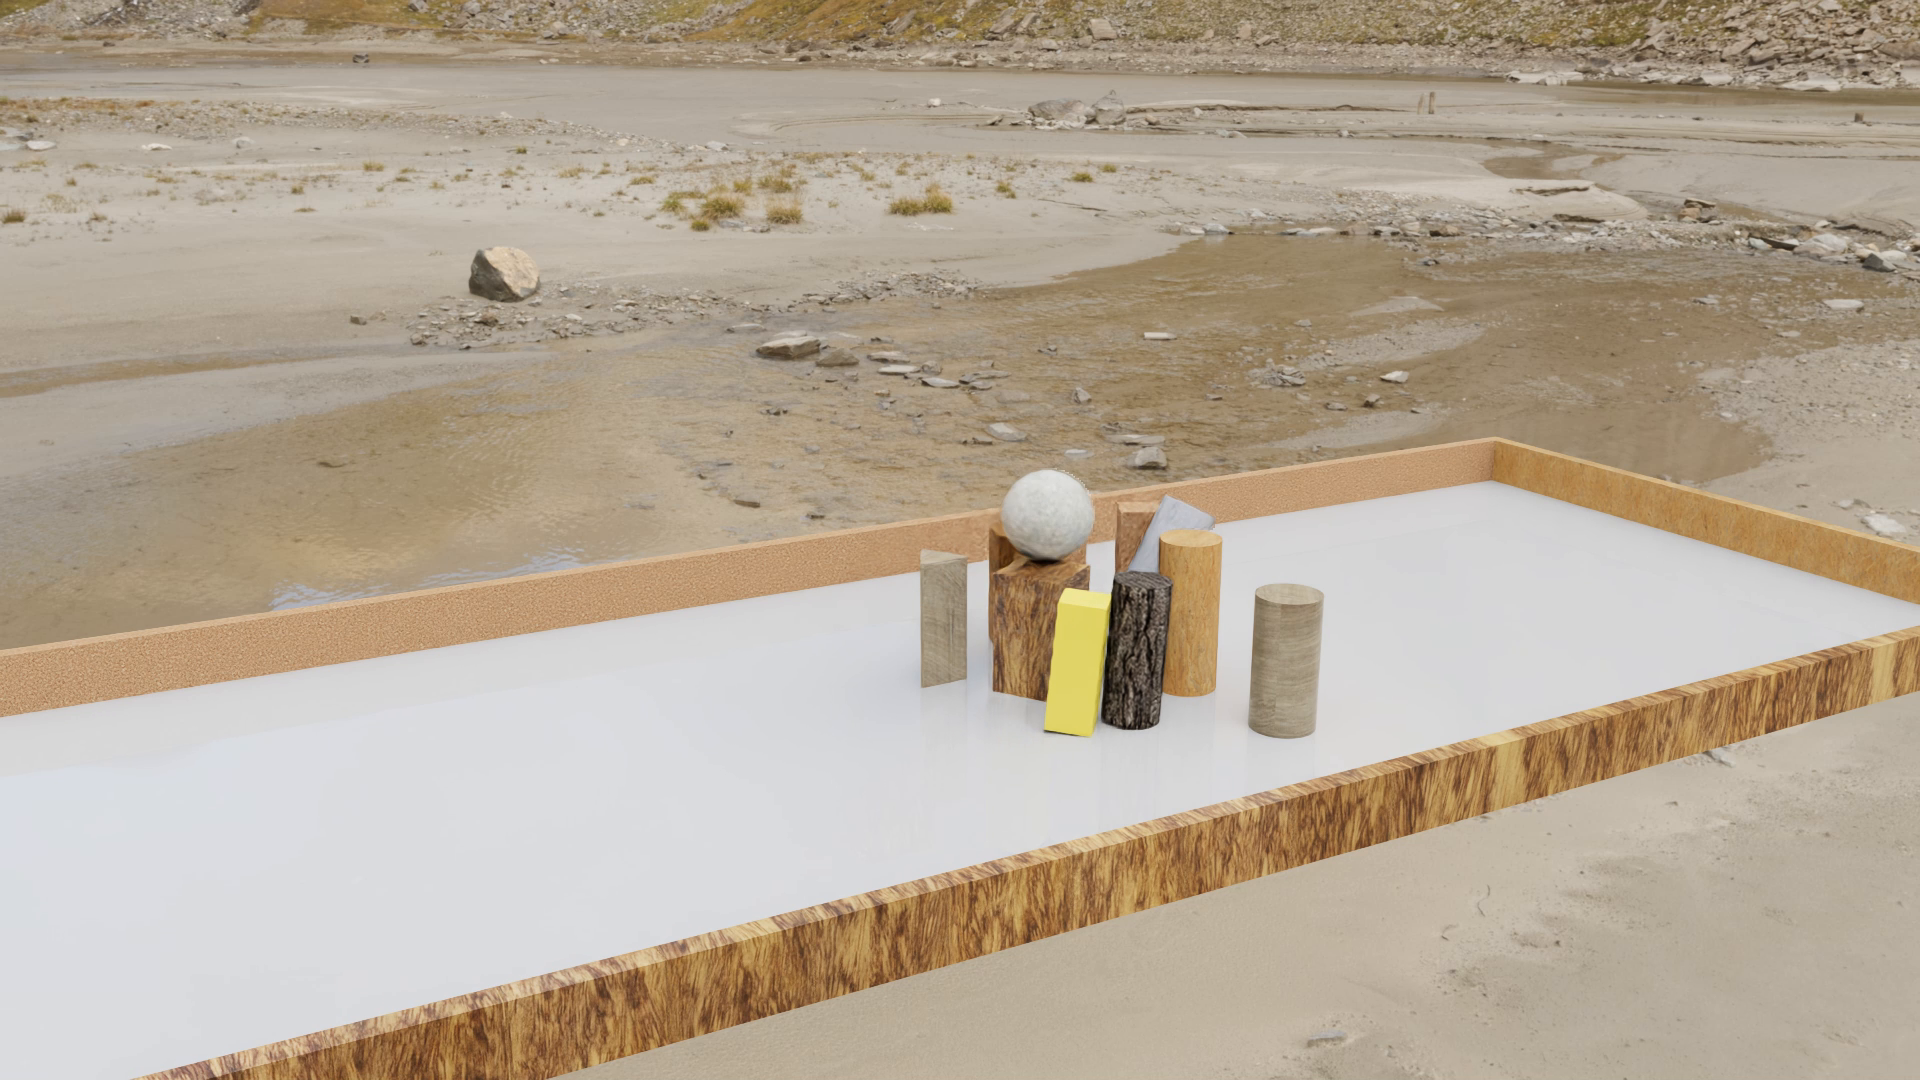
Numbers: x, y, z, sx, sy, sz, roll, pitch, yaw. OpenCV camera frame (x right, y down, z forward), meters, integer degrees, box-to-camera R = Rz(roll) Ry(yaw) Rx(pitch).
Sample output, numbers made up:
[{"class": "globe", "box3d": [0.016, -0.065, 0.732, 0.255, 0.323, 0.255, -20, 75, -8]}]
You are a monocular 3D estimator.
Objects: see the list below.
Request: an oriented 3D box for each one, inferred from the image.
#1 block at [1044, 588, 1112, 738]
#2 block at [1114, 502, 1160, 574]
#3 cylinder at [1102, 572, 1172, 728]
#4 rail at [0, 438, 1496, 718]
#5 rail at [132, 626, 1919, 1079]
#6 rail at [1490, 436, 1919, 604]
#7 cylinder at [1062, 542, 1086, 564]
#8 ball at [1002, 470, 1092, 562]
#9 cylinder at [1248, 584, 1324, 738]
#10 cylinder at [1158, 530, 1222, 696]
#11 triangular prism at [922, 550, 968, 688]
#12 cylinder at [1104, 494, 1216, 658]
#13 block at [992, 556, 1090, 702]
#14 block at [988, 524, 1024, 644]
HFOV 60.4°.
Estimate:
[{"class": "block", "box3d": [0.273, 0.283, 3.819, 0.110, 0.314, 0.110, 8, 18, 9]}, {"class": "block", "box3d": [0.467, 0.098, 4.340, 0.107, 0.383, 0.107, 0, 16, 0]}, {"class": "cylinder", "box3d": [0.414, 0.256, 3.864, 0.138, 0.341, 0.138, 3, 16, -1]}, {"class": "rail", "box3d": [-3.305, 0.497, 3.399, 12.000, 0.150, 0.050, -9, 18, -27]}, {"class": "rail", "box3d": [-2.336, 1.006, 1.665, 12.000, 0.150, 0.050, -9, 18, -27]}, {"class": "rail", "box3d": [2.466, -0.048, 5.253, 0.050, 0.150, 2.100, -9, 18, -27]}, {"class": "cylinder", "box3d": [0.302, 0.058, 4.618, 0.101, 0.305, 0.101, 0, 16, 0]}, {"class": "ball", "box3d": [0.215, -0.060, 4.077, 0.225, 0.225, 0.225, 0, 16, 0]}, {"class": "cylinder", "box3d": [0.755, 0.279, 3.826, 0.157, 0.326, 0.157, 0, 16, 0]}, {"class": "cylinder", "box3d": [0.562, 0.179, 4.064, 0.153, 0.384, 0.153, 0, 16, 0]}, {"class": "triangular prism", "box3d": [-0.066, 0.191, 4.136, 0.130, 0.322, 0.112, -9, 19, -29]}, {"class": "cylinder", "box3d": [0.487, 0.111, 4.178, 0.143, 0.435, 0.143, 26, 3, -1]}, {"class": "block", "box3d": [0.201, 0.218, 4.072, 0.176, 0.305, 0.176, 9, 19, 28]}, {"class": "block", "box3d": [0.145, 0.124, 4.376, 0.115, 0.314, 0.115, -3, 17, -11]}]
